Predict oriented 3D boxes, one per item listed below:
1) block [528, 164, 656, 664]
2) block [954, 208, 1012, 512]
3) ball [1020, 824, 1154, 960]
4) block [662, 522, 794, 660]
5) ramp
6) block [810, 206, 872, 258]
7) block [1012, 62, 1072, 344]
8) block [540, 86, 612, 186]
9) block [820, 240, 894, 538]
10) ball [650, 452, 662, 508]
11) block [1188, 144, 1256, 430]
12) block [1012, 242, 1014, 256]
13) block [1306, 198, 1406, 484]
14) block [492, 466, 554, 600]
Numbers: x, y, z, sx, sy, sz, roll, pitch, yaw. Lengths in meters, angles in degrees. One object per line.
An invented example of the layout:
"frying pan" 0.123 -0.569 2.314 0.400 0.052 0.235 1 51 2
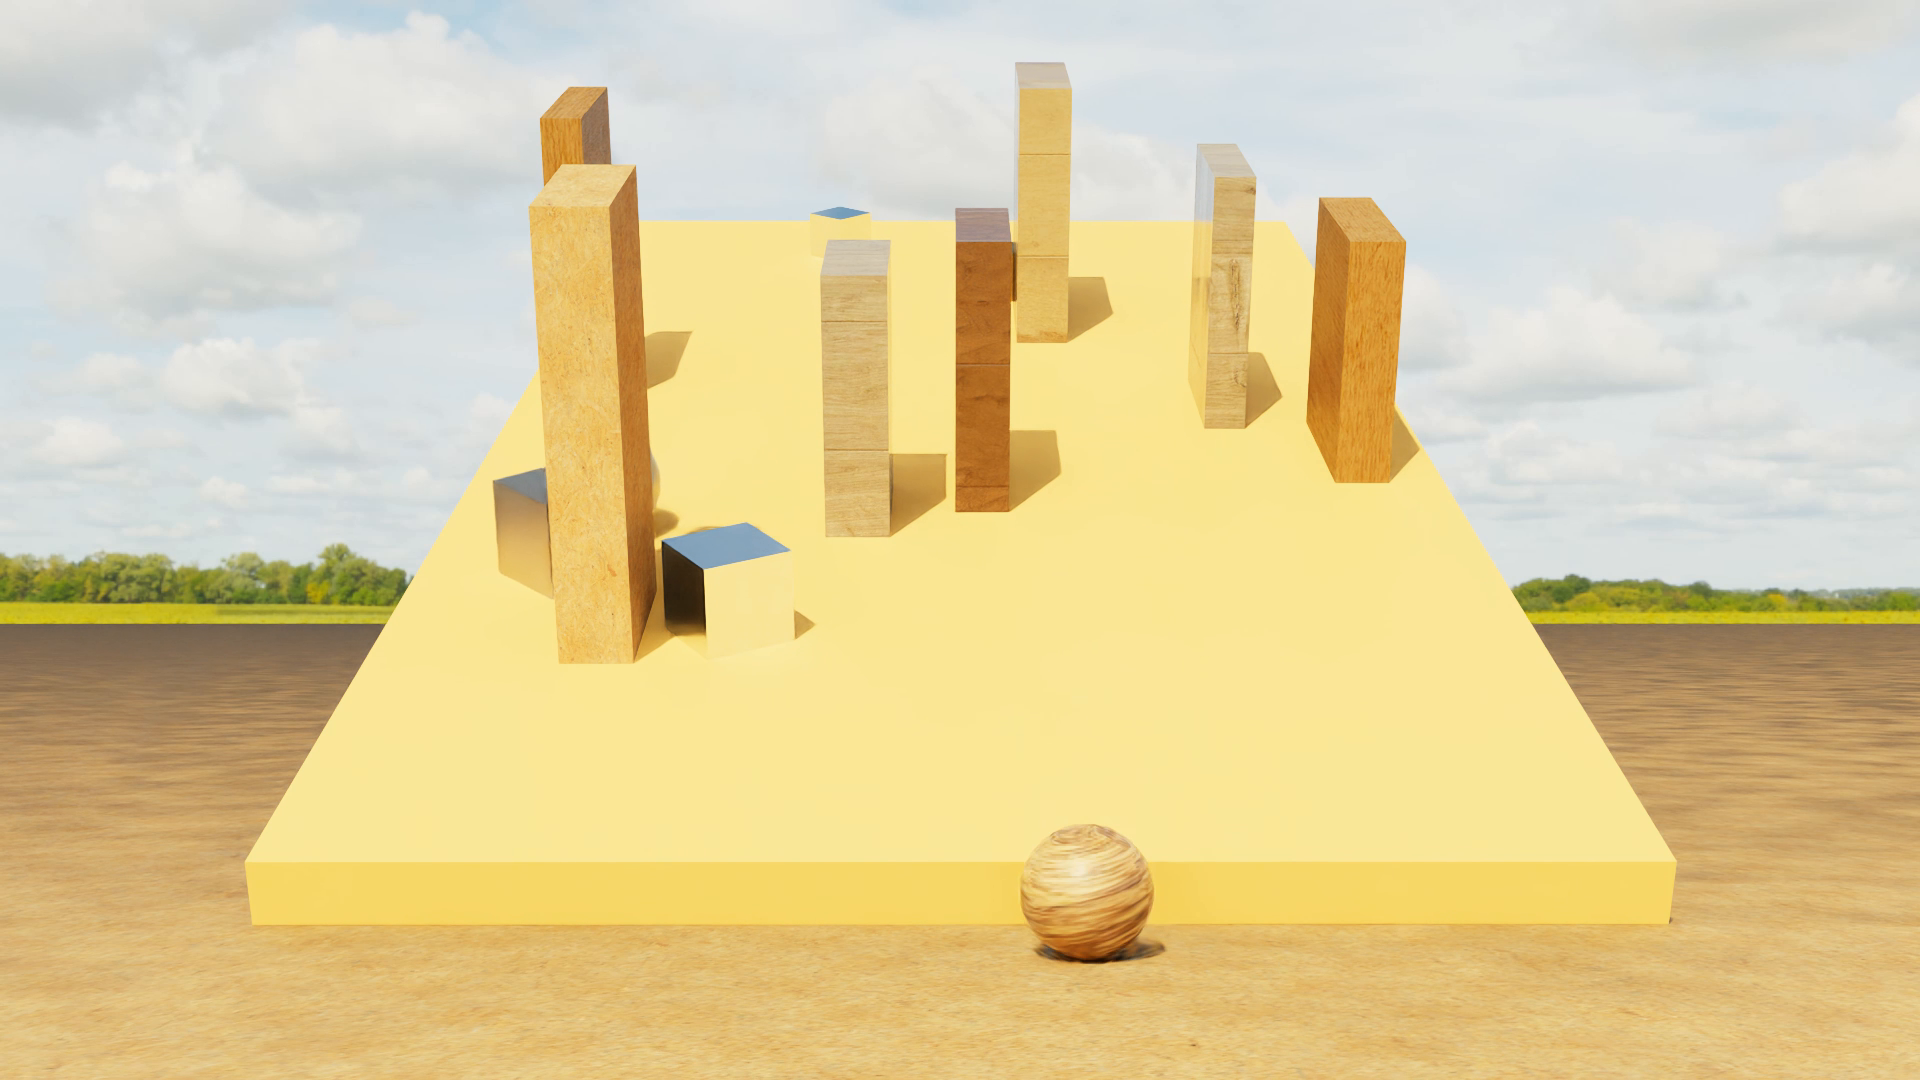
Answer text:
"block" -0.609 -0.213 3.832 0.125 0.776 0.327 0 21 0
"block" 0.044 -0.362 4.550 0.107 0.547 0.294 0 21 0
"ball" 0.161 0.447 2.896 0.171 0.171 0.171 0 -2 0
"block" -0.398 0.086 3.905 0.165 0.165 0.165 -13 24 -30
"ramp" -0.006 -0.213 5.069 2.000 0.100 4.000 0 21 0
"block" -0.340 -0.871 6.490 0.122 0.122 0.122 17 27 38
"block" 0.203 -0.853 5.731 0.126 0.628 0.400 0 21 0
"block" -0.857 -0.665 5.183 0.088 0.661 0.403 0 21 0
"block" -0.197 -0.297 4.420 0.124 0.516 0.285 0 21 0
"ball" -0.675 -0.110 4.367 0.203 0.203 0.203 0 -2 0
"block" 0.581 -0.571 5.087 0.089 0.559 0.371 0 21 0
"block" 0.162 -0.715 6.068 0.131 0.131 0.131 0 21 0
"block" 0.825 -0.426 4.780 0.111 0.505 0.409 0 21 0
"block" -0.722 -0.021 4.164 0.181 0.181 0.181 -18 27 -39
